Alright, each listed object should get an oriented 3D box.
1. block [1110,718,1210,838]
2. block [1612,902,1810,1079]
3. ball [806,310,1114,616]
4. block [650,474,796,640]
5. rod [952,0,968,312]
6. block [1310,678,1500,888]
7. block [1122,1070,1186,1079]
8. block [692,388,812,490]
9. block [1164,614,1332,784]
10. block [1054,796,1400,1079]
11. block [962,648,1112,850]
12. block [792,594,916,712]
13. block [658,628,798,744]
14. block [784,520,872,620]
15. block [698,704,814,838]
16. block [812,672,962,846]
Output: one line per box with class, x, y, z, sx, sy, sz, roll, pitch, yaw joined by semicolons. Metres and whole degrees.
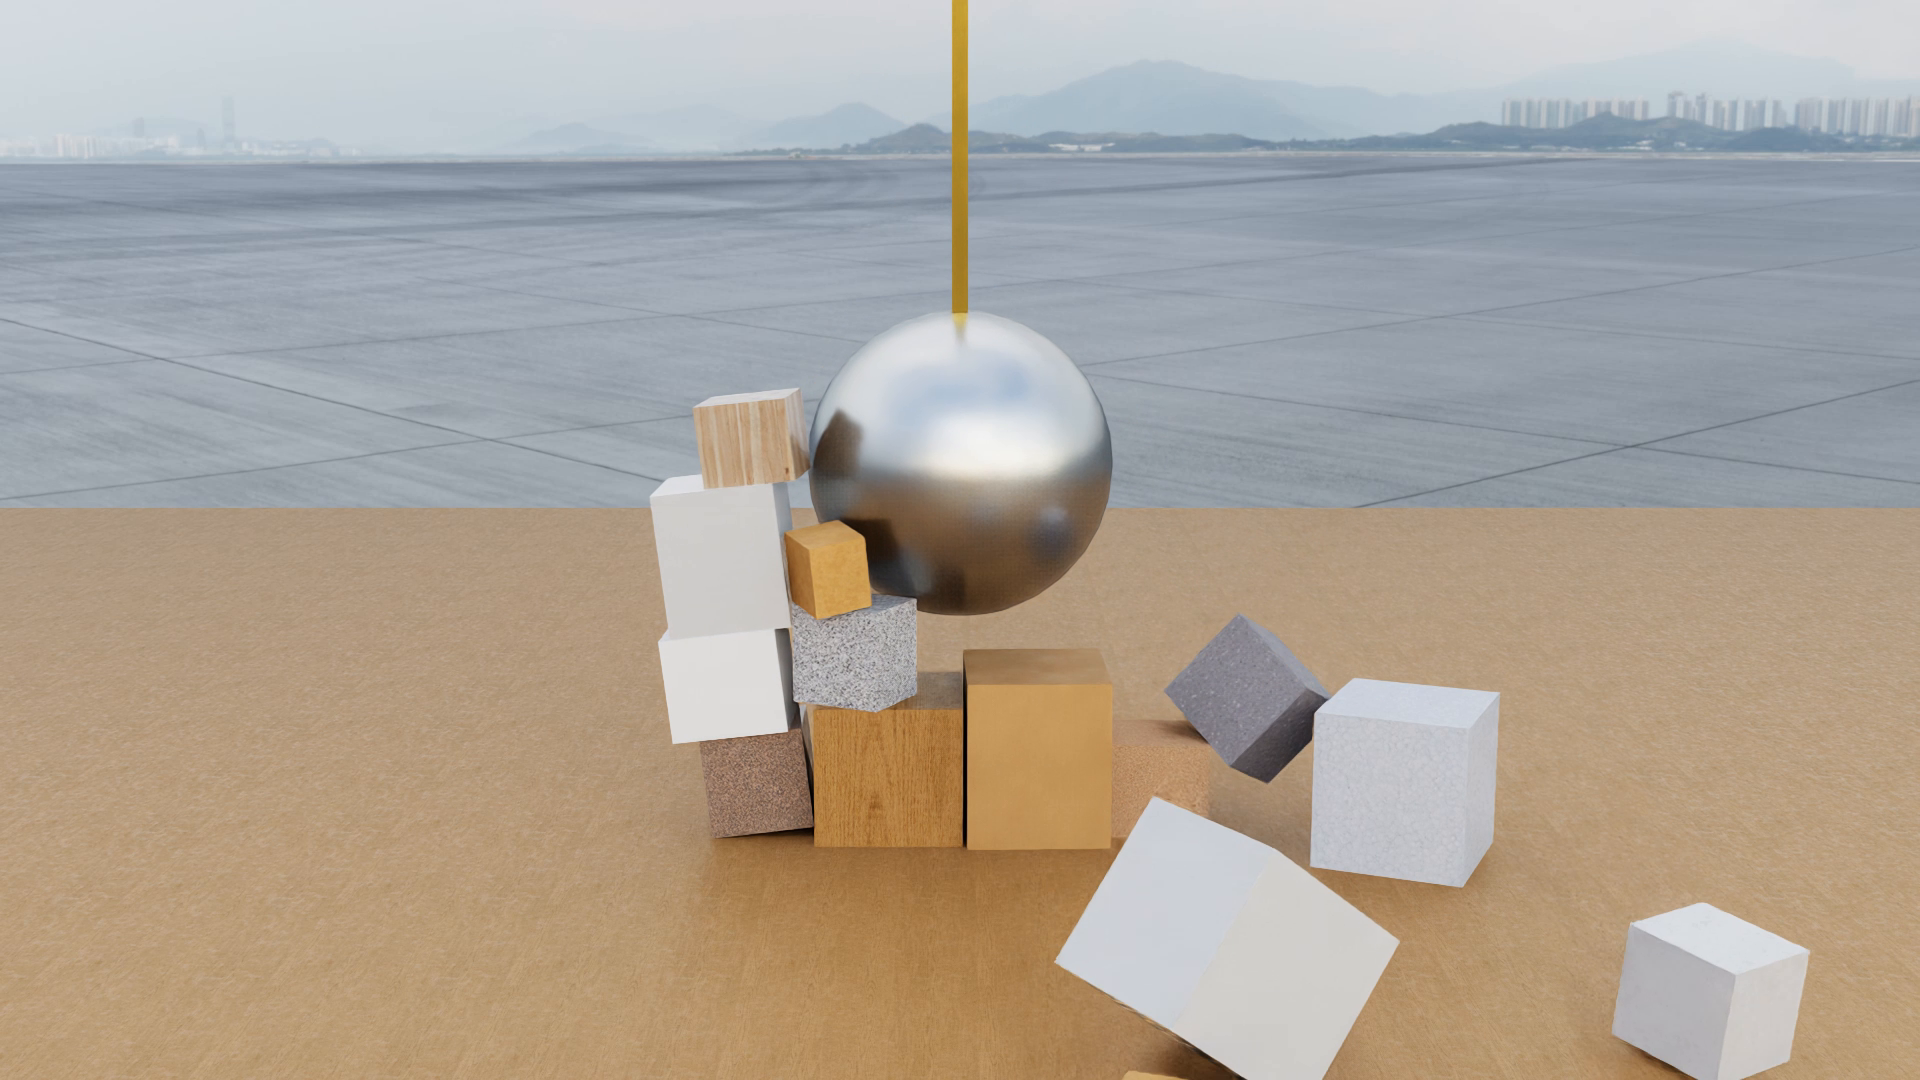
block;1.028;1.234;11.422;0.510;0.485;0.527;1;10;4
block;2.891;1.747;8.488;0.456;0.469;0.485;-6;18;-35
ball;0.000;-0.399;11.491;1.600;1.600;1.600;0;10;0
block;-1.182;0.056;11.225;0.612;0.732;0.608;-6;10;3
rod;0.000;-3.700;10.674;0.080;5.200;0.080;0;14;0
block;2.208;1.181;10.885;0.743;0.781;0.753;5;11;24
block;0.664;2.036;6.984;0.410;0.496;0.455;4;11;20
block;-1.039;-0.512;11.035;0.465;0.411;0.406;-5;11;9
block;1.514;0.823;11.363;0.568;0.563;0.484;50;12;33
block;0.992;1.537;8.210;0.751;0.733;0.746;37;-11;-30
block;0.386;1.064;11.337;0.720;0.850;0.781;0;10;-2
block;-0.531;0.556;11.136;0.482;0.500;0.418;5;12;27
block;-1.180;0.688;11.297;0.586;0.530;0.544;-6;10;3
block;-0.658;0.145;10.929;0.296;0.364;0.333;-13;21;-23
block;-1.034;1.193;11.386;0.522;0.522;0.476;-7;10;1
block;-0.359;1.124;11.397;0.745;0.711;0.794;0;10;0
